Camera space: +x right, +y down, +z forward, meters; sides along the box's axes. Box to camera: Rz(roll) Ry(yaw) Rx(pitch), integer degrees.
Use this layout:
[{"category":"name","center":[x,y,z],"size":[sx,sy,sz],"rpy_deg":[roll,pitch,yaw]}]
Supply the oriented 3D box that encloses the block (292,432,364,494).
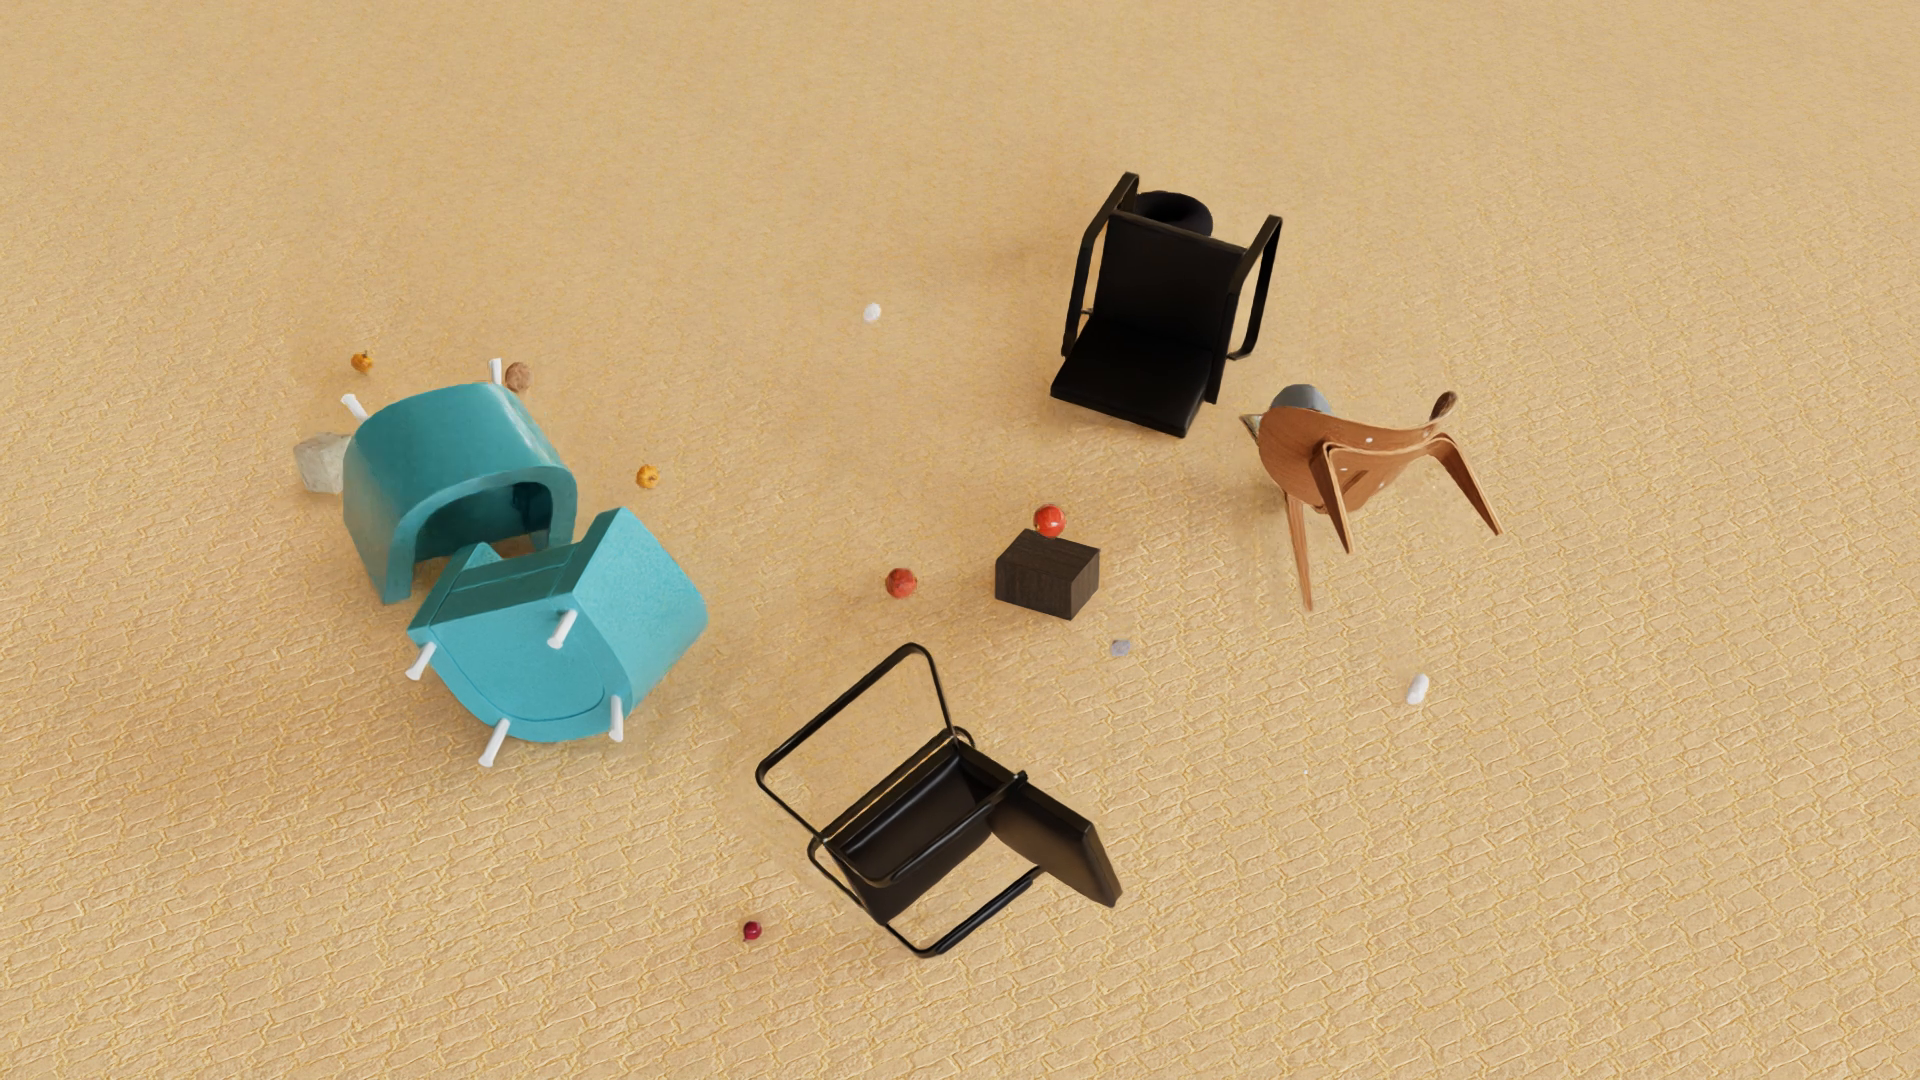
[{"category":"block","center":[-2.411,-0.295,11.190],"size":[0.181,0.180,0.146],"rpy_deg":[7,31,40]}]

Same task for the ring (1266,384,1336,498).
[{"category":"ring","center":[1.288,-0.372,11.065],"size":[0.165,0.484,0.405],"rpy_deg":[-10,53,-14]}]

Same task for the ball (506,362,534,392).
[{"category":"ball","center":[-1.778,-0.660,11.840],"size":[0.118,0.118,0.118],"rpy_deg":[0,33,0]}]

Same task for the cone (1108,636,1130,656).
[{"category":"cone","center":[0.553,0.367,10.331],"size":[0.080,0.067,0.063],"rpy_deg":[6,8,-9]}]

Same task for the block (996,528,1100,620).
[{"category":"block","center":[0.317,0.124,10.603],"size":[0.301,0.169,0.238],"rpy_deg":[16,37,23]}]

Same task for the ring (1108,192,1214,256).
[{"category":"ring","center":[0.883,-1.391,12.912],"size":[0.463,0.159,0.459],"rpy_deg":[1,32,4]}]
